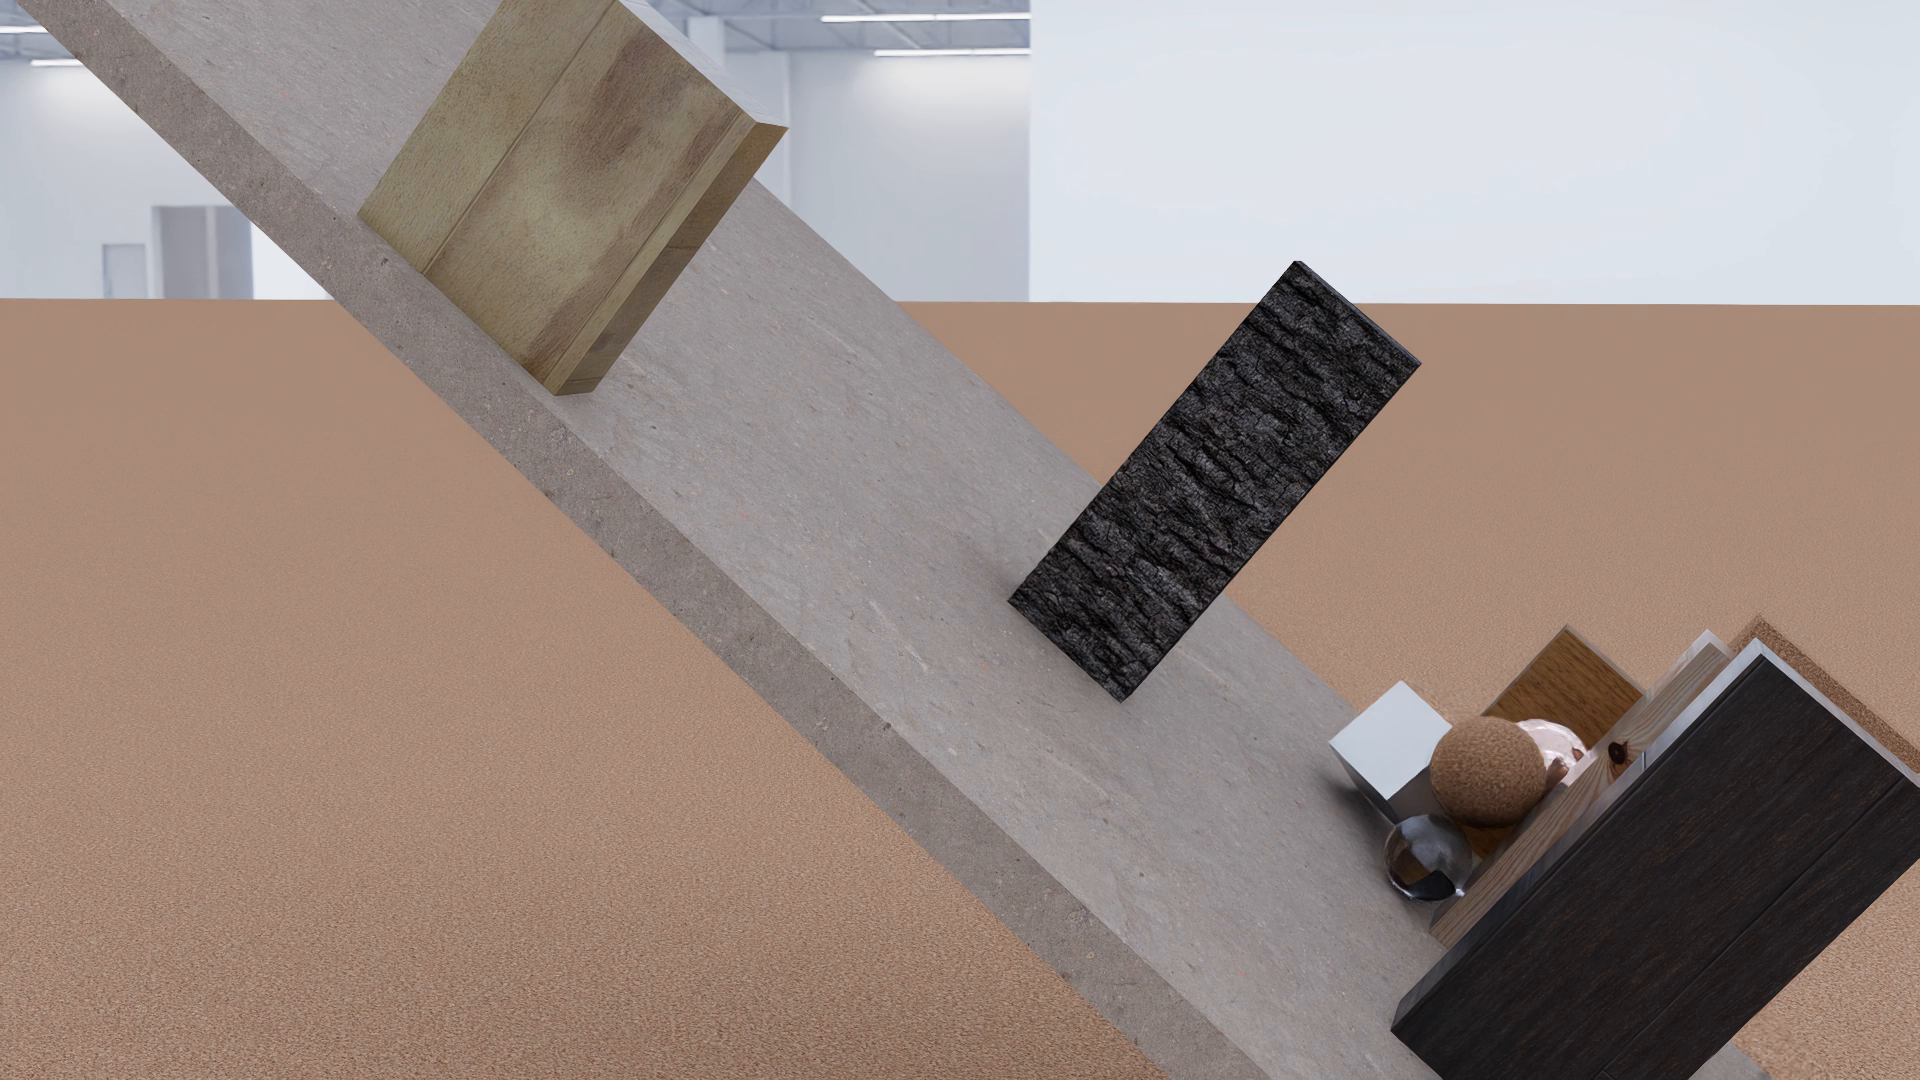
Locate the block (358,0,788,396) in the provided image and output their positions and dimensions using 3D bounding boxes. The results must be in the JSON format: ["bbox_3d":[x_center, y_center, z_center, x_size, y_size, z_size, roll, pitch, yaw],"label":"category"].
[{"bbox_3d":[-0.570,-0.539,3.216,0.414,0.503,0.123,42,16,9],"label":"block"}]

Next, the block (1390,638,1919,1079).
[{"bbox_3d":[1.057,0.568,3.314,0.354,0.800,0.146,42,16,9],"label":"block"}]

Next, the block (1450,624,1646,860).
[{"bbox_3d":[1.253,0.494,4.523,0.432,0.475,0.080,42,16,9],"label":"block"}]

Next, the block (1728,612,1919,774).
[{"bbox_3d":[1.398,0.551,4.167,0.387,0.766,0.093,42,16,9],"label":"block"}]

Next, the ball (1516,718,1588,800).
[{"bbox_3d":[1.111,0.440,4.214,0.197,0.197,0.197,0,7,0],"label":"ball"}]

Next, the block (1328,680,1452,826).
[{"bbox_3d":[0.864,0.430,4.234,0.186,0.186,0.186,-40,44,-2],"label":"block"}]

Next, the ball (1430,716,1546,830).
[{"bbox_3d":[0.965,0.427,4.024,0.208,0.208,0.208,0,7,0],"label":"ball"}]

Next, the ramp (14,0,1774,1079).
[{"bbox_3d":[0.009,0.038,4.036,4.000,0.100,2.000,42,16,9],"label":"ramp"}]

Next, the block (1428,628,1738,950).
[{"bbox_3d":[1.205,0.548,3.853,0.368,0.710,0.143,42,16,9],"label":"block"}]

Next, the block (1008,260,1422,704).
[{"bbox_3d":[0.426,-0.094,3.749,0.265,0.766,0.086,42,16,9],"label":"block"}]

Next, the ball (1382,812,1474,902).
[{"bbox_3d":[0.848,0.575,3.984,0.160,0.160,0.160,0,7,0],"label":"ball"}]
